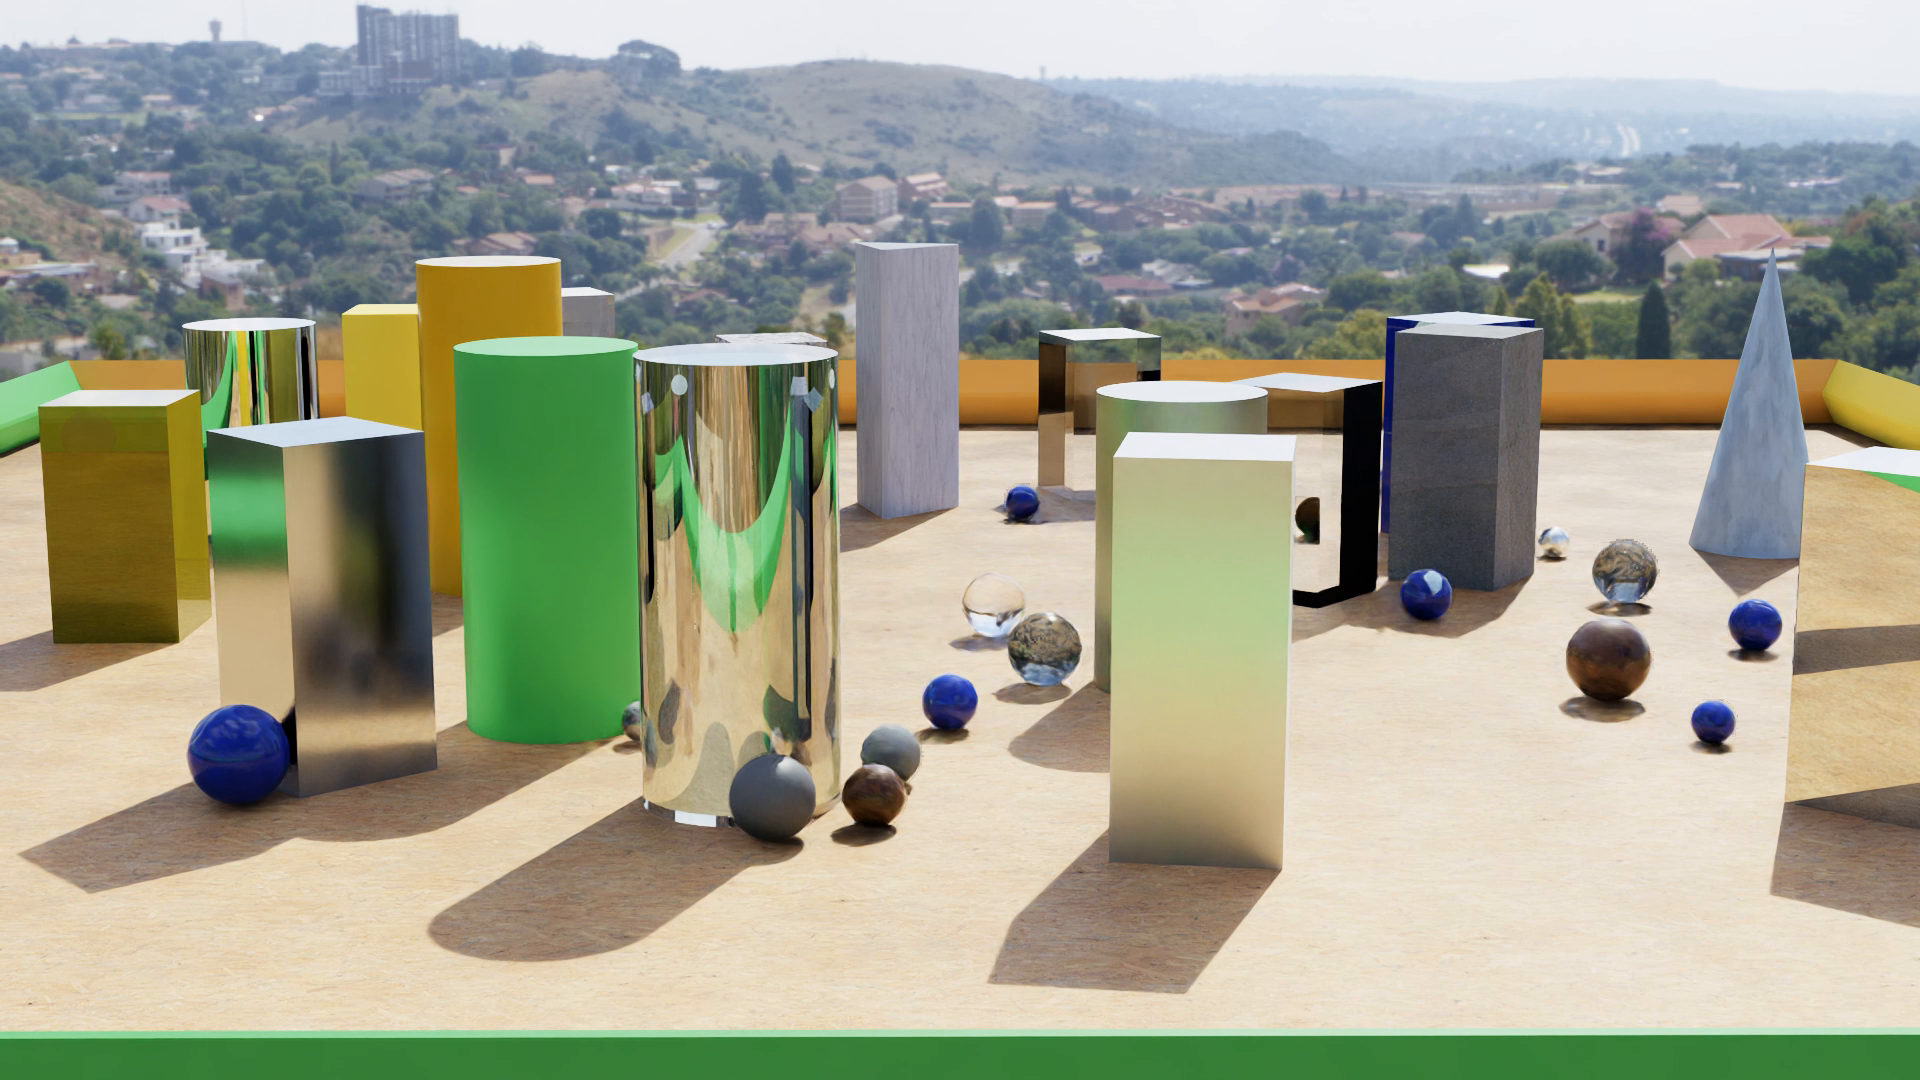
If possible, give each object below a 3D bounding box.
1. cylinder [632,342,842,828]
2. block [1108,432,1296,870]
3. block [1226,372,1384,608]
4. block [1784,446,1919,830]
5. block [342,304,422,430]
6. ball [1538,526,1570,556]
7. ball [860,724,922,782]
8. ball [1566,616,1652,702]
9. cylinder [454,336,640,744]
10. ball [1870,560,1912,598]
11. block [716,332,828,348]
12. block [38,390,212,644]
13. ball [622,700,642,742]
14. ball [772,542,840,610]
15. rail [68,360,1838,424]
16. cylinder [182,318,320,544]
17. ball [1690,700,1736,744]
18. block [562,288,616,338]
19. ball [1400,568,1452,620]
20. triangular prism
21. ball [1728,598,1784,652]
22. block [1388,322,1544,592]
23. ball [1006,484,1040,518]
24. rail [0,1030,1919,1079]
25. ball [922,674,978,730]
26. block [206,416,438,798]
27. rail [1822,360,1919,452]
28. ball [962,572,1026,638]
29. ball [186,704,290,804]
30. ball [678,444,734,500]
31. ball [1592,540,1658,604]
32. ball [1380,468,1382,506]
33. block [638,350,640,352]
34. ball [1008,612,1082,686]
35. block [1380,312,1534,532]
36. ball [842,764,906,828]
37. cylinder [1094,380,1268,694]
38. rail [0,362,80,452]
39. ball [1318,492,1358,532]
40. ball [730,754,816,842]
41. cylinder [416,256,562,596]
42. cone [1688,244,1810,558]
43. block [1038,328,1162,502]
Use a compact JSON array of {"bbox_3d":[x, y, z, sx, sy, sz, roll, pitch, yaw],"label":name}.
[{"bbox_3d":[-0.219,0.039,2.543,0.200,0.449,0.200,0,10,0],"label":"cylinder"},{"bbox_3d":[0.229,0.100,2.409,0.160,0.380,0.160,2,11,8],"label":"block"},{"bbox_3d":[0.474,-0.073,3.570,0.160,0.296,0.160,8,13,38],"label":"block"},{"bbox_3d":[0.939,0.094,2.543,0.160,0.343,0.160,10,14,42],"label":"block"},{"bbox_3d":[-0.838,-0.168,3.899,0.160,0.365,0.160,-1,11,-4],"label":"block"},{"bbox_3d":[0.892,0.003,3.853,0.046,0.046,0.046,0,10,0],"label":"ball"},{"bbox_3d":[-0.071,0.220,2.631,0.062,0.062,0.062,0,10,0],"label":"ball"},{"bbox_3d":[0.752,0.138,2.977,0.098,0.098,0.098,0,10,0],"label":"ball"},{"bbox_3d":[-0.454,-0.005,2.851,0.200,0.424,0.200,0,10,0],"label":"cylinder"},{"bbox_3d":[1.289,0.054,3.549,0.055,0.055,0.055,0,10,0],"label":"ball"},{"bbox_3d":[-0.324,-0.215,4.423,0.160,0.266,0.160,-3,11,-18],"label":"block"},{"bbox_3d":[-1.080,-0.033,3.329,0.160,0.305,0.160,0,10,-1],"label":"block"},{"bbox_3d":[-0.346,0.198,2.794,0.046,0.046,0.046,0,10,0],"label":"ball"},{"bbox_3d":[-0.209,0.050,3.469,0.092,0.092,0.092,0,10,0],"label":"ball"},{"bbox_3d":[-0.011,-0.301,5.257,3.639,0.130,0.045,0,10,0],"label":"rail"},{"bbox_3d":[-1.102,-0.172,4.010,0.200,0.332,0.200,0,10,0],"label":"cylinder"},{"bbox_3d":[0.819,0.198,2.792,0.047,0.047,0.047,0,10,0],"label":"ball"},{"bbox_3d":[-0.713,-0.276,4.577,0.160,0.331,0.160,-5,11,-23],"label":"block"},{"bbox_3d":[0.620,0.073,3.411,0.068,0.068,0.068,0,10,0],"label":"ball"},{"bbox_3d":[-0.117,-0.270,4.251,0.150,0.437,0.173,10,14,43],"label":"triangular prism"},{"bbox_3d":[1.002,0.107,3.232,0.067,0.067,0.067,0,10,0],"label":"ball"},{"bbox_3d":[0.724,-0.122,3.674,0.160,0.356,0.160,7,12,32],"label":"block"},{"bbox_3d":[0.102,-0.062,4.180,0.055,0.055,0.055,0,10,0],"label":"ball"},{"bbox_3d":[0.011,0.368,1.641,3.639,0.130,0.045,0,10,0],"label":"rail"},{"bbox_3d":[-0.012,0.180,2.846,0.063,0.063,0.063,0,10,0],"label":"ball"},{"bbox_3d":[-0.661,0.064,2.662,0.160,0.358,0.160,-10,14,-42],"label":"block"},{"bbox_3d":[1.796,0.032,3.459,0.045,0.130,3.725,0,10,0],"label":"rail"},{"bbox_3d":[0.044,0.084,3.309,0.083,0.083,0.083,0,10,0],"label":"ball"},{"bbox_3d":[-0.719,0.214,2.559,0.100,0.100,0.100,0,10,0],"label":"ball"},{"bbox_3d":[-0.430,-0.115,4.350,0.096,0.096,0.096,0,10,0],"label":"ball"},{"bbox_3d":[0.910,0.044,3.514,0.086,0.086,0.086,0,10,0],"label":"ball"},{"bbox_3d":[0.723,-0.088,4.252,0.079,0.079,0.079,0,10,0],"label":"ball"},{"bbox_3d":[-0.564,-0.181,4.276,0.160,0.253,0.160,8,13,35],"label":"block"},{"bbox_3d":[0.100,0.130,3.047,0.088,0.088,0.088,0,10,0],"label":"ball"},{"bbox_3d":[0.778,-0.177,4.016,0.160,0.340,0.160,-8,13,-35],"label":"block"},{"bbox_3d":[-0.083,0.247,2.484,0.061,0.061,0.061,0,10,0],"label":"ball"},{"bbox_3d":[0.260,-0.002,3.035,0.200,0.351,0.200,0,10,0],"label":"cylinder"},{"bbox_3d":[-1.796,0.035,3.438,0.045,0.130,3.725,0,10,0],"label":"rail"},{"bbox_3d":[0.598,-0.046,4.065,0.063,0.063,0.063,0,10,0],"label":"ball"},{"bbox_3d":[-0.178,0.245,2.440,0.083,0.083,0.083,0,10,0],"label":"ball"},{"bbox_3d":[-0.657,-0.163,3.616,0.200,0.458,0.200,0,10,0],"label":"cylinder"},{"bbox_3d":[1.222,-0.217,3.897,0.200,0.462,0.200,0,10,0],"label":"cone"},{"bbox_3d":[0.239,-0.219,4.425,0.160,0.274,0.160,-4,11,-20],"label":"block"}]
